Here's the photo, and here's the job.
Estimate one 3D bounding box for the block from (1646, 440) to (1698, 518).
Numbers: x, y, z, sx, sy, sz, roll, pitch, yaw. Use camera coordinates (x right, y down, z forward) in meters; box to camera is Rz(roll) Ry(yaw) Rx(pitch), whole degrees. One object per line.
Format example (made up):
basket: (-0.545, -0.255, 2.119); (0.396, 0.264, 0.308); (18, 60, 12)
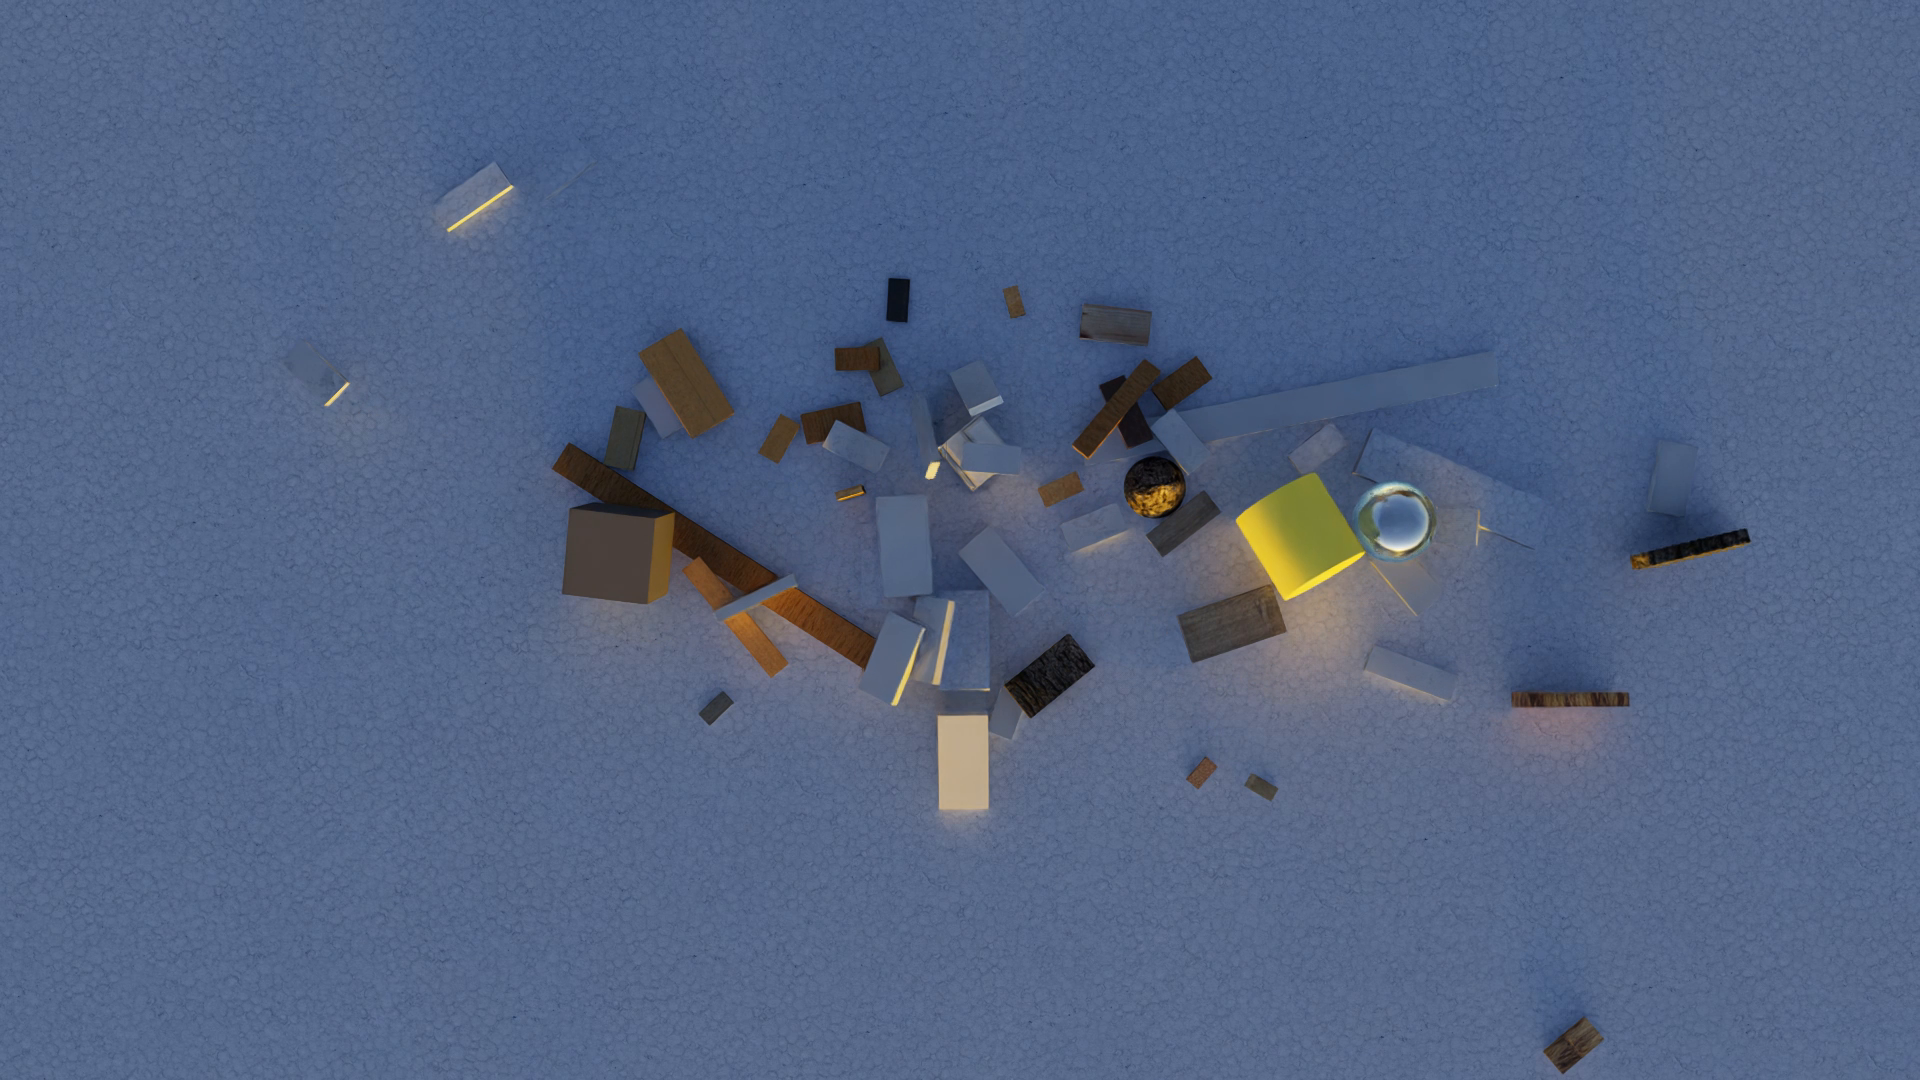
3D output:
block: (2.367, -0.204, 5.483); (0.118, 0.033, 0.236); (11, 90, 0)

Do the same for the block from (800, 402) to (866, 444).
block: (-0.421, -0.388, 5.486); (0.202, 0.029, 0.101); (-12, 90, 0)

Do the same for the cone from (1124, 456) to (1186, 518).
cone: (0.649, -0.175, 5.397); (0.207, 0.207, 0.207); (0, 90, 0)

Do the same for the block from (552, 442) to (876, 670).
block: (-0.755, 0.087, 5.485); (1.358, 0.030, 0.104); (33, 90, 0)

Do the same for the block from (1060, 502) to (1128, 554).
block: (0.444, -0.041, 5.486); (0.202, 0.029, 0.101); (-22, 90, 0)

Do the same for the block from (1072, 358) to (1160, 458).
block: (0.516, -0.433, 5.441); (0.070, 0.020, 0.382); (39, 82, 9)

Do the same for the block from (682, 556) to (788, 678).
block: (-0.745, 0.255, 5.472); (0.075, 0.021, 0.464); (-39, 94, 0)

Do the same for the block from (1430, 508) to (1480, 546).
block: (1.584, -0.046, 5.433); (0.236, 0.033, 0.118); (4, 90, 26)

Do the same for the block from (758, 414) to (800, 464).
block: (-0.601, -0.336, 5.489); (0.075, 0.021, 0.149); (30, 90, 0)

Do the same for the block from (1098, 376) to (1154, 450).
block: (0.550, -0.423, 5.461); (0.091, 0.026, 0.234); (-23, 78, -3)

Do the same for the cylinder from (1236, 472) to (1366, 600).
cylinder: (1.097, -0.010, 5.321); (0.299, 0.299, 0.299); (-30, 78, 0)

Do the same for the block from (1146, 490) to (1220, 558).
block: (0.742, -0.054, 5.487); (0.245, 0.026, 0.092); (-38, 90, 0)

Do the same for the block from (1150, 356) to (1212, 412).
block: (0.737, -0.520, 5.487); (0.185, 0.026, 0.092); (-36, 90, 0)

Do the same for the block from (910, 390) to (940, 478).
block: (-0.114, -0.348, 5.396); (0.029, 0.101, 0.272); (-6, 65, -16)

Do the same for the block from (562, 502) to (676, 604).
block: (-1.102, 0.039, 5.343); (0.275, 0.275, 0.275); (7, 96, 3)

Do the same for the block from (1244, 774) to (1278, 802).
block: (1.004, 0.823, 5.493); (0.101, 0.014, 0.050); (31, 90, 0)

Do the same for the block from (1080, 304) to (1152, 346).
block: (0.517, -0.714, 5.484); (0.229, 0.032, 0.114); (7, 90, 0)

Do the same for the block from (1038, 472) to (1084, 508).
block: (0.336, -0.168, 5.490); (0.140, 0.020, 0.070); (-25, 90, 0)

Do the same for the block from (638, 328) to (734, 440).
block: (-0.905, -0.517, 5.461); (0.164, 0.046, 0.330); (-33, 90, -11)

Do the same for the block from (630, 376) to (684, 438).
block: (-0.999, -0.447, 5.486); (0.100, 0.028, 0.200); (-33, 90, 0)

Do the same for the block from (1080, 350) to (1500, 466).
block: (1.094, -0.438, 5.484); (1.399, 0.032, 0.114); (-11, 90, 0)

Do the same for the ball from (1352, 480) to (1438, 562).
ball: (1.410, -0.059, 5.352); (0.266, 0.266, 0.266); (0, 90, 0)

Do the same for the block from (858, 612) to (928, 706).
block: (-0.221, 0.390, 5.420); (0.138, 0.039, 0.275); (24, 93, 24)

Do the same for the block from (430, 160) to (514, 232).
block: (-1.624, -1.144, 5.486); (0.260, 0.028, 0.100); (-35, 90, 0)

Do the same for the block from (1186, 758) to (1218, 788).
block: (0.806, 0.776, 5.493); (0.050, 0.014, 0.101); (41, 90, 0)

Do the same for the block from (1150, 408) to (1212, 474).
block: (0.728, -0.325, 5.453); (0.101, 0.029, 0.203); (-40, 90, 0)

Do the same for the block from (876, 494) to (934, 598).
block: (-0.183, 0.019, 5.404); (0.164, 0.046, 0.328); (-4, 89, -9)

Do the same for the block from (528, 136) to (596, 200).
block: (-1.323, -1.237, 5.485); (0.209, 0.030, 0.104); (-38, 90, 0)

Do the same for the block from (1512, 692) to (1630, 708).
block: (2.002, 0.525, 5.416); (0.327, 0.163, 0.046); (-1, 84, 0)

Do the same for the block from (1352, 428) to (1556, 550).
block: (1.638, -0.170, 5.477); (0.653, 0.046, 0.163); (23, 90, 0)

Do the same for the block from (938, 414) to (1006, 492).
block: (0.053, -0.285, 5.412); (0.177, 0.177, 0.177); (-40, 90, 0)
